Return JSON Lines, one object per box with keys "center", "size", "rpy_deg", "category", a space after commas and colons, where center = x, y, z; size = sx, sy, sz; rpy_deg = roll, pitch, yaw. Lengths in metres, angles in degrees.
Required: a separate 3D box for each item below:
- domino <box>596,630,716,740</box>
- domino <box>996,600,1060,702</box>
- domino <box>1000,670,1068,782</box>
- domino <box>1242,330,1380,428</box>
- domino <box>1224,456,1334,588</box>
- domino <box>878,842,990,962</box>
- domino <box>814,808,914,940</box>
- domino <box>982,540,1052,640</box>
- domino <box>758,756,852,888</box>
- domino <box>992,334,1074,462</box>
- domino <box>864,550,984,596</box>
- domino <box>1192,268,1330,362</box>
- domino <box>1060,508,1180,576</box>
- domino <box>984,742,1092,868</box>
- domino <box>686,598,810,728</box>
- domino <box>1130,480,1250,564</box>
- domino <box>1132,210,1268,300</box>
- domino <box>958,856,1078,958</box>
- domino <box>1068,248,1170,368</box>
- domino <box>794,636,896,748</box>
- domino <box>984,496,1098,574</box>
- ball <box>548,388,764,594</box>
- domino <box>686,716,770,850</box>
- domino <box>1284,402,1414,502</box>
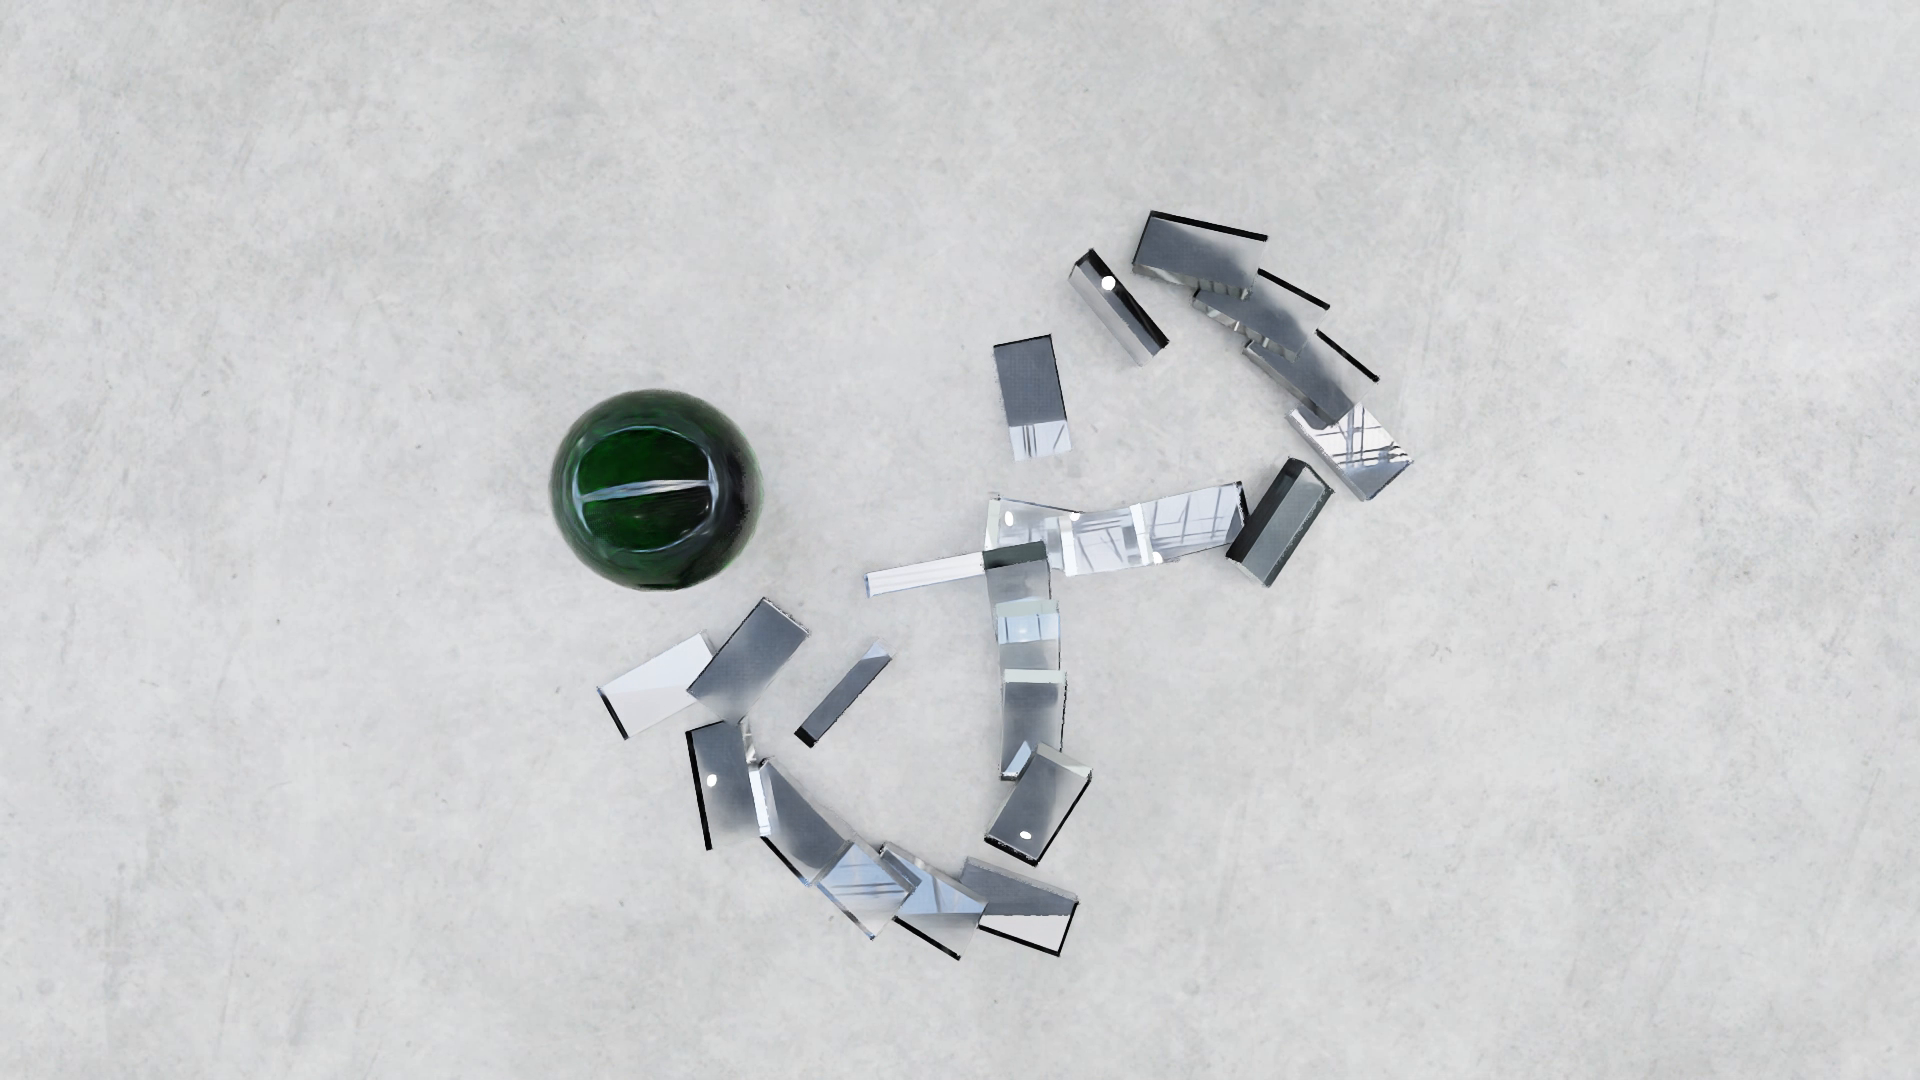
{"center": [-0.127, 0.063, 0.395], "size": [0.050, 0.009, 0.025], "rpy_deg": [-29, 90, 0], "category": "domino"}
{"center": [0.029, 0.049, 0.383], "size": [0.025, 0.009, 0.050], "rpy_deg": [-4, 122, 0], "category": "domino"}
{"center": [0.030, 0.079, 0.386], "size": [0.025, 0.009, 0.050], "rpy_deg": [2, 114, 0], "category": "domino"}
{"center": [0.148, -0.074, 0.389], "size": [0.025, 0.009, 0.050], "rpy_deg": [-44, 74, 0], "category": "domino"}
{"center": [0.136, -0.007, 0.389], "size": [0.025, 0.010, 0.050], "rpy_deg": [33, 90, -37], "category": "domino"}
{"center": [-0.016, 0.153, 0.389], "size": [0.050, 0.009, 0.025], "rpy_deg": [26, 90, 15], "category": "domino"}
{"center": [-0.046, 0.141, 0.388], "size": [0.050, 0.010, 0.025], "rpy_deg": [37, 91, 17], "category": "domino"}
{"center": [0.024, 0.022, 0.378], "size": [0.025, 0.050, 0.009], "rpy_deg": [-10, 50, 0], "category": "domino"}
{"center": [-0.072, 0.119, 0.388], "size": [0.050, 0.009, 0.025], "rpy_deg": [40, 90, 17], "category": "domino"}
{"center": [0.031, -0.061, 0.395], "size": [0.025, 0.009, 0.050], "rpy_deg": [-11, 90, 0], "category": "domino"}
{"center": [-0.014, 0.014, 0.388], "size": [0.050, 0.025, 0.009], "rpy_deg": [-11, 90, 0], "category": "domino"}
{"center": [0.127, -0.099, 0.388], "size": [0.050, 0.010, 0.025], "rpy_deg": [35, 87, 16], "category": "domino"}
{"center": [0.068, 0.000, 0.386], "size": [0.050, 0.009, 0.025], "rpy_deg": [-7, 90, -22], "category": "domino"}
{"center": [0.033, 0.112, 0.387], "size": [0.025, 0.010, 0.050], "rpy_deg": [27, 110, 0], "category": "domino"}
{"center": [-0.089, 0.052, 0.388], "size": [0.025, 0.010, 0.050], "rpy_deg": [37, 73, 0], "category": "domino"}
{"center": [0.098, -0.008, 0.387], "size": [0.050, 0.009, 0.025], "rpy_deg": [-13, 90, -19], "category": "domino"}
{"center": [0.101, -0.121, 0.388], "size": [0.050, 0.009, 0.025], "rpy_deg": [18, 83, 15], "category": "domino"}
{"center": [0.023, 0.158, 0.395], "size": [0.050, 0.010, 0.025], "rpy_deg": [19, 90, 0], "category": "domino"}
{"center": [0.067, -0.097, 0.388], "size": [0.010, 0.025, 0.050], "rpy_deg": [-40, 90, 0], "category": "domino"}
{"center": [-0.048, 0.064, 0.388], "size": [0.009, 0.025, 0.050], "rpy_deg": [42, 90, 0], "category": "domino"}
{"center": [0.035, -0.001, 0.383], "size": [0.050, 0.009, 0.025], "rpy_deg": [9, 83, -27], "category": "domino"}
{"center": [-0.118, -0.019, 0.360], "size": [0.080, 0.080, 0.080], "rpy_deg": [0, 90, 0], "category": "ball"}
{"center": [-0.098, 0.102, 0.387], "size": [0.025, 0.009, 0.050], "rpy_deg": [-17, 75, 8], "category": "domino"}
{"center": [0.167, -0.044, 0.395], "size": [0.025, 0.010, 0.050], "rpy_deg": [-42, 90, 0], "category": "domino"}
